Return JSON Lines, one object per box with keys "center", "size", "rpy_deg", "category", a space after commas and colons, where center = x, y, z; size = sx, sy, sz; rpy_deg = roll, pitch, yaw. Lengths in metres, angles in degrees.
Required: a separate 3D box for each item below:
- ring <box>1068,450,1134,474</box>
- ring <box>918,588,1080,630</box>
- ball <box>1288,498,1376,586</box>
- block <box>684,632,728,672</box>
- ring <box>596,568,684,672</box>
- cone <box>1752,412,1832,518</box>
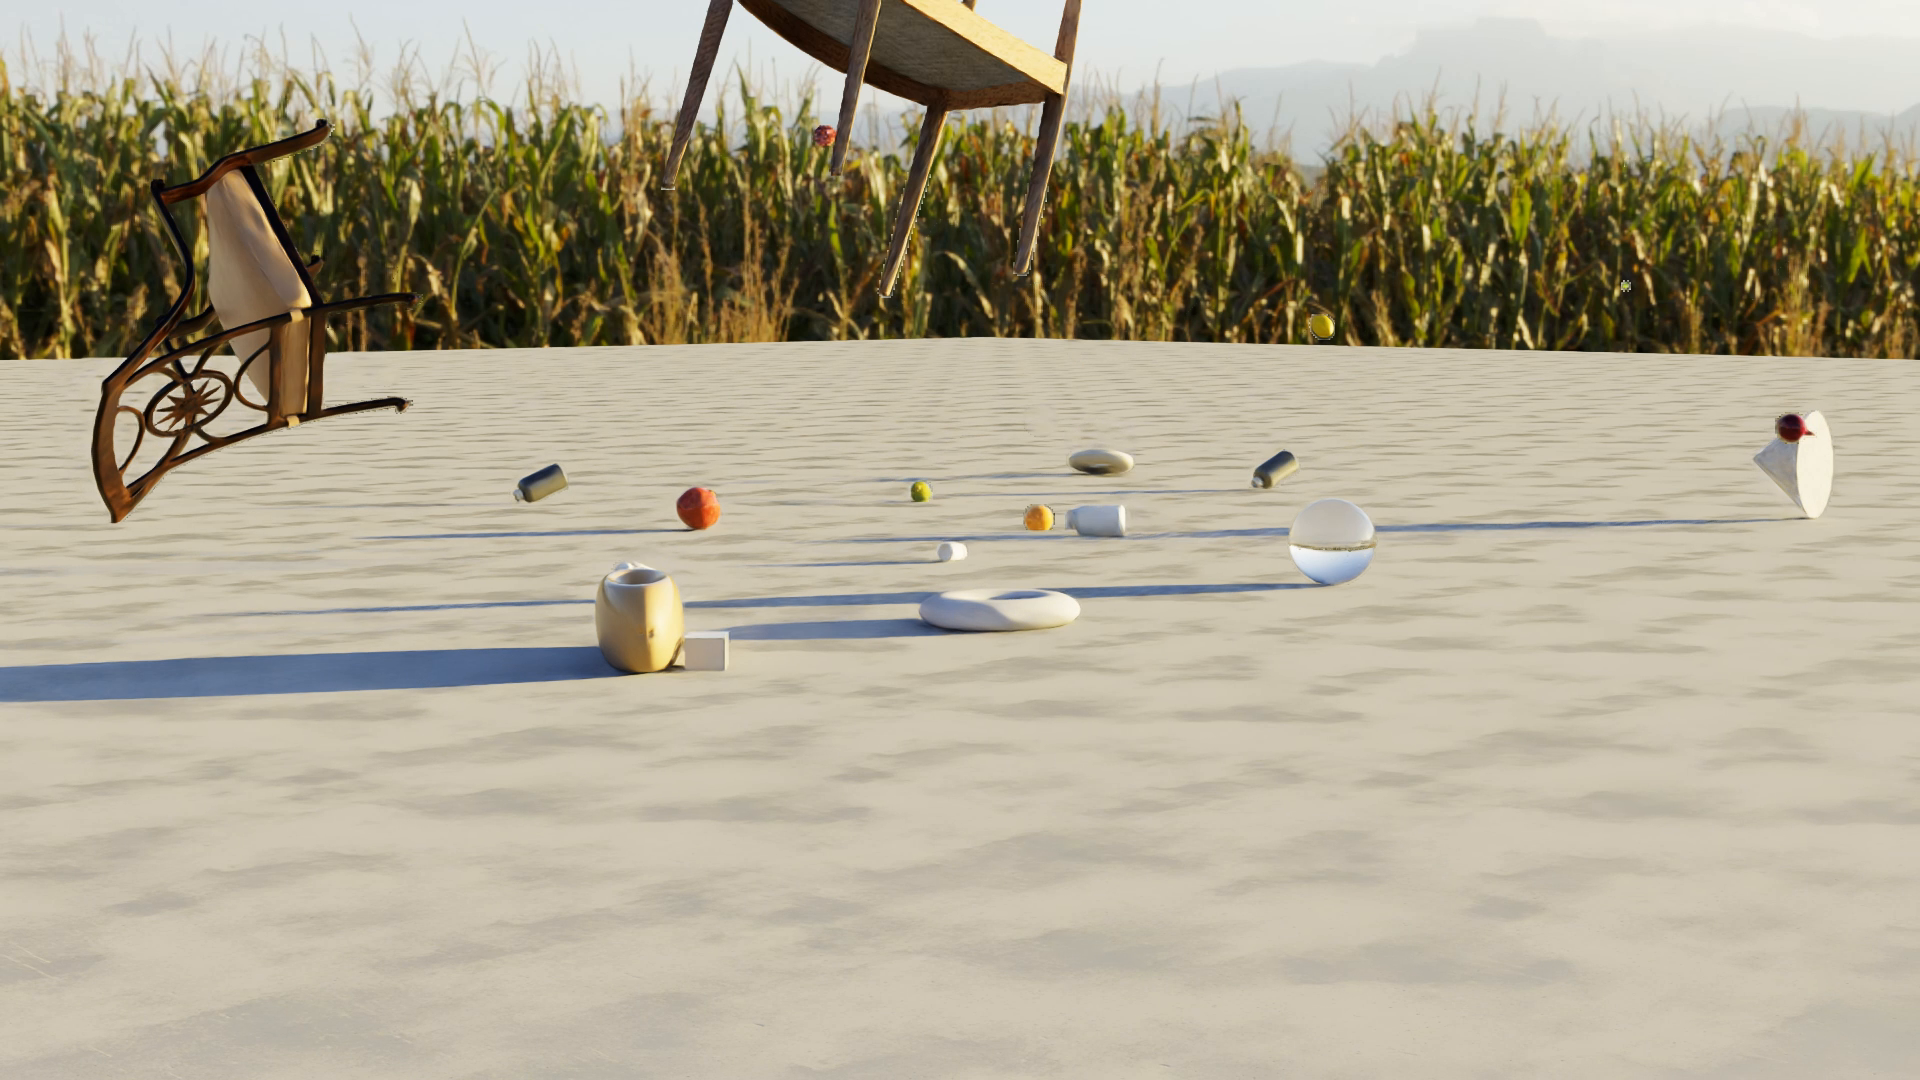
{"center": [0.468, -0.260, 8.502], "size": [0.211, 0.046, 0.230], "rpy_deg": [7, -12, -22], "category": "ring"}
{"center": [0.075, 0.132, 4.856], "size": [0.317, 0.058, 0.242], "rpy_deg": [-2, 7, -23], "category": "ring"}
{"center": [0.794, 0.004, 5.473], "size": [0.185, 0.185, 0.185], "rpy_deg": [0, 6, 0], "category": "ball"}
{"center": [-0.427, 0.188, 4.317], "size": [0.068, 0.056, 0.075], "rpy_deg": [0, 6, 0], "category": "block"}
{"center": [-0.550, 0.135, 4.398], "size": [0.150, 0.147, 0.435], "rpy_deg": [-4, 5, -9], "category": "ring"}
{"center": [2.248, -0.212, 7.007], "size": [0.187, 0.299, 0.197], "rpy_deg": [9, 26, 44], "category": "cone"}
